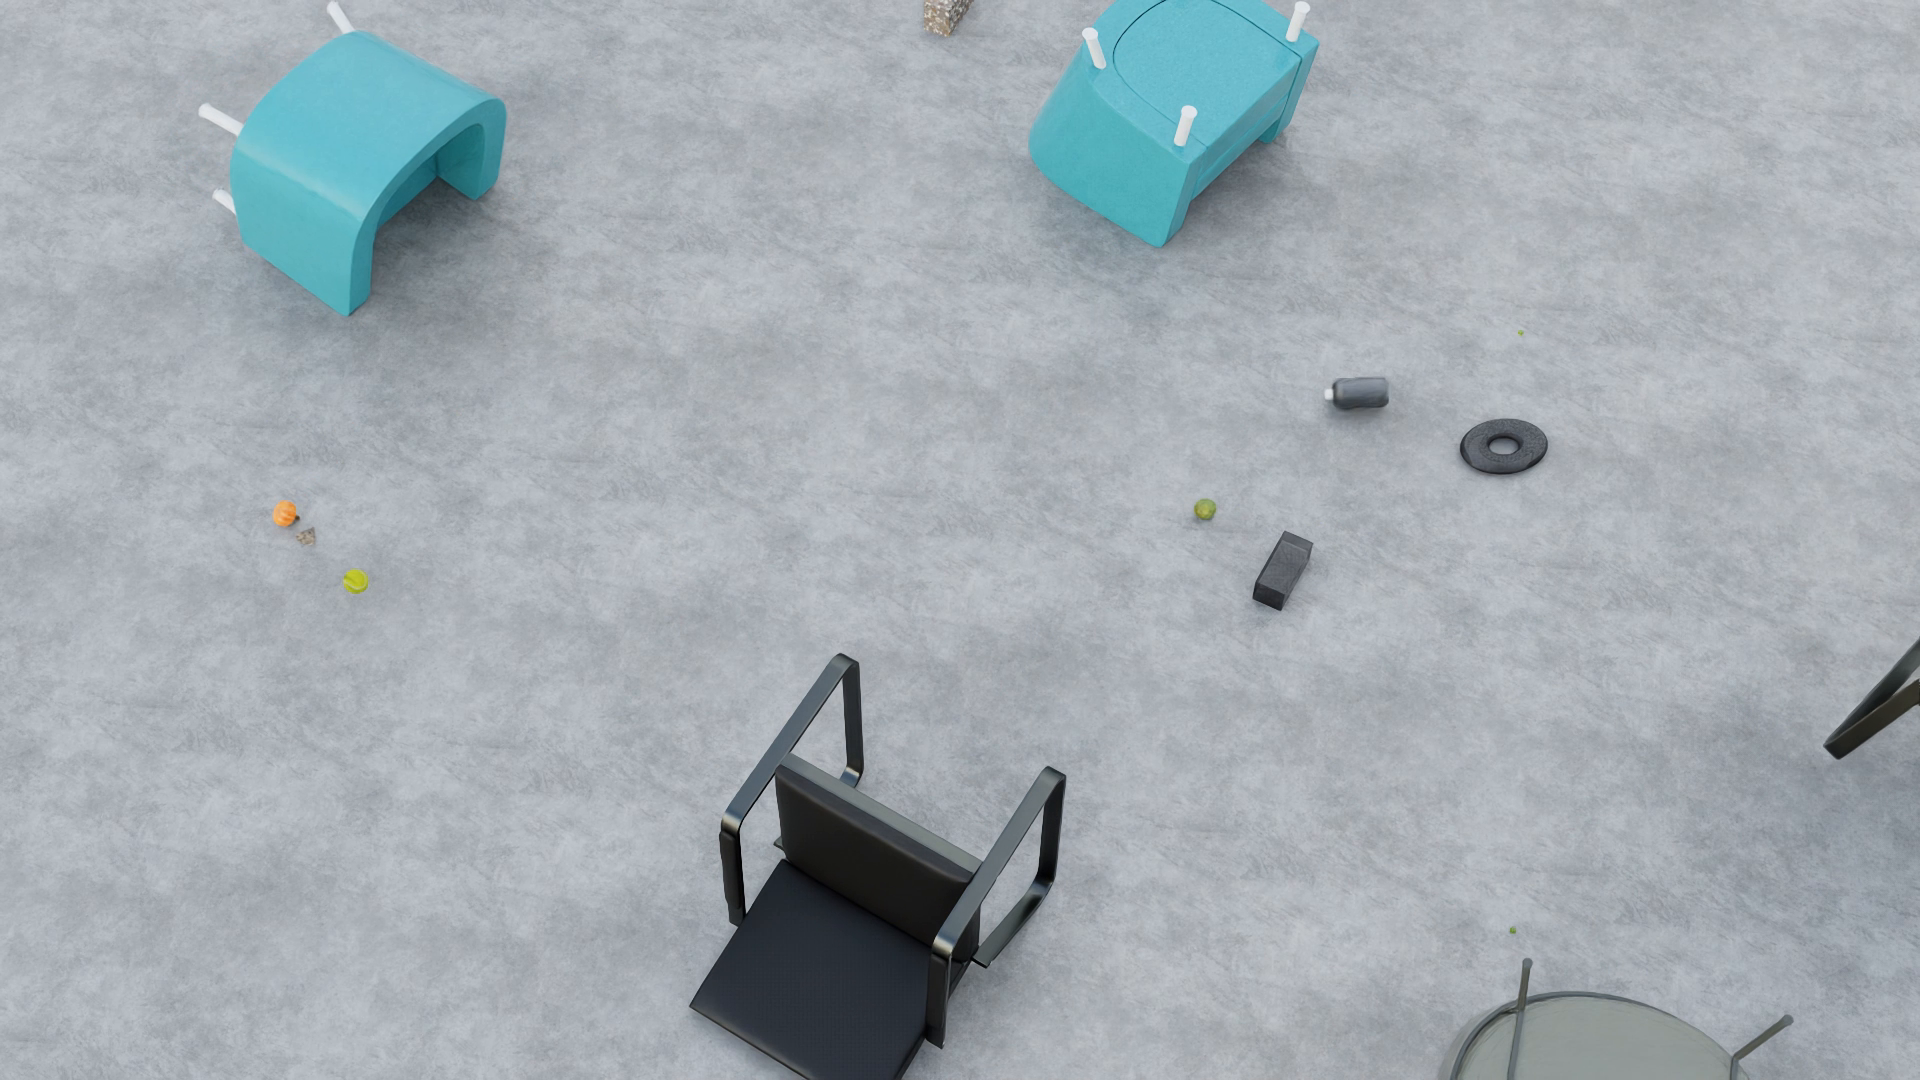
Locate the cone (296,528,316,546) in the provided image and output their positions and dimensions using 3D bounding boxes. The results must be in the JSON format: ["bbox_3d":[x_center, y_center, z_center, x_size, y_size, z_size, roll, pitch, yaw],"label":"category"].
[{"bbox_3d":[-1.944,-0.021,6.575,0.062,0.047,0.063,10,36,6],"label":"cone"}]

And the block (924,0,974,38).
[{"bbox_3d":[-0.038,-1.905,7.775,0.099,0.127,0.209,22,59,14],"label":"block"}]

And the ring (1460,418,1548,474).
[{"bbox_3d":[1.668,-0.288,6.741,0.276,0.043,0.201,-11,57,-7],"label":"ring"}]

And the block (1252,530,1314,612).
[{"bbox_3d":[0.947,0.090,6.457,0.093,0.094,0.205,25,60,16],"label":"block"}]
